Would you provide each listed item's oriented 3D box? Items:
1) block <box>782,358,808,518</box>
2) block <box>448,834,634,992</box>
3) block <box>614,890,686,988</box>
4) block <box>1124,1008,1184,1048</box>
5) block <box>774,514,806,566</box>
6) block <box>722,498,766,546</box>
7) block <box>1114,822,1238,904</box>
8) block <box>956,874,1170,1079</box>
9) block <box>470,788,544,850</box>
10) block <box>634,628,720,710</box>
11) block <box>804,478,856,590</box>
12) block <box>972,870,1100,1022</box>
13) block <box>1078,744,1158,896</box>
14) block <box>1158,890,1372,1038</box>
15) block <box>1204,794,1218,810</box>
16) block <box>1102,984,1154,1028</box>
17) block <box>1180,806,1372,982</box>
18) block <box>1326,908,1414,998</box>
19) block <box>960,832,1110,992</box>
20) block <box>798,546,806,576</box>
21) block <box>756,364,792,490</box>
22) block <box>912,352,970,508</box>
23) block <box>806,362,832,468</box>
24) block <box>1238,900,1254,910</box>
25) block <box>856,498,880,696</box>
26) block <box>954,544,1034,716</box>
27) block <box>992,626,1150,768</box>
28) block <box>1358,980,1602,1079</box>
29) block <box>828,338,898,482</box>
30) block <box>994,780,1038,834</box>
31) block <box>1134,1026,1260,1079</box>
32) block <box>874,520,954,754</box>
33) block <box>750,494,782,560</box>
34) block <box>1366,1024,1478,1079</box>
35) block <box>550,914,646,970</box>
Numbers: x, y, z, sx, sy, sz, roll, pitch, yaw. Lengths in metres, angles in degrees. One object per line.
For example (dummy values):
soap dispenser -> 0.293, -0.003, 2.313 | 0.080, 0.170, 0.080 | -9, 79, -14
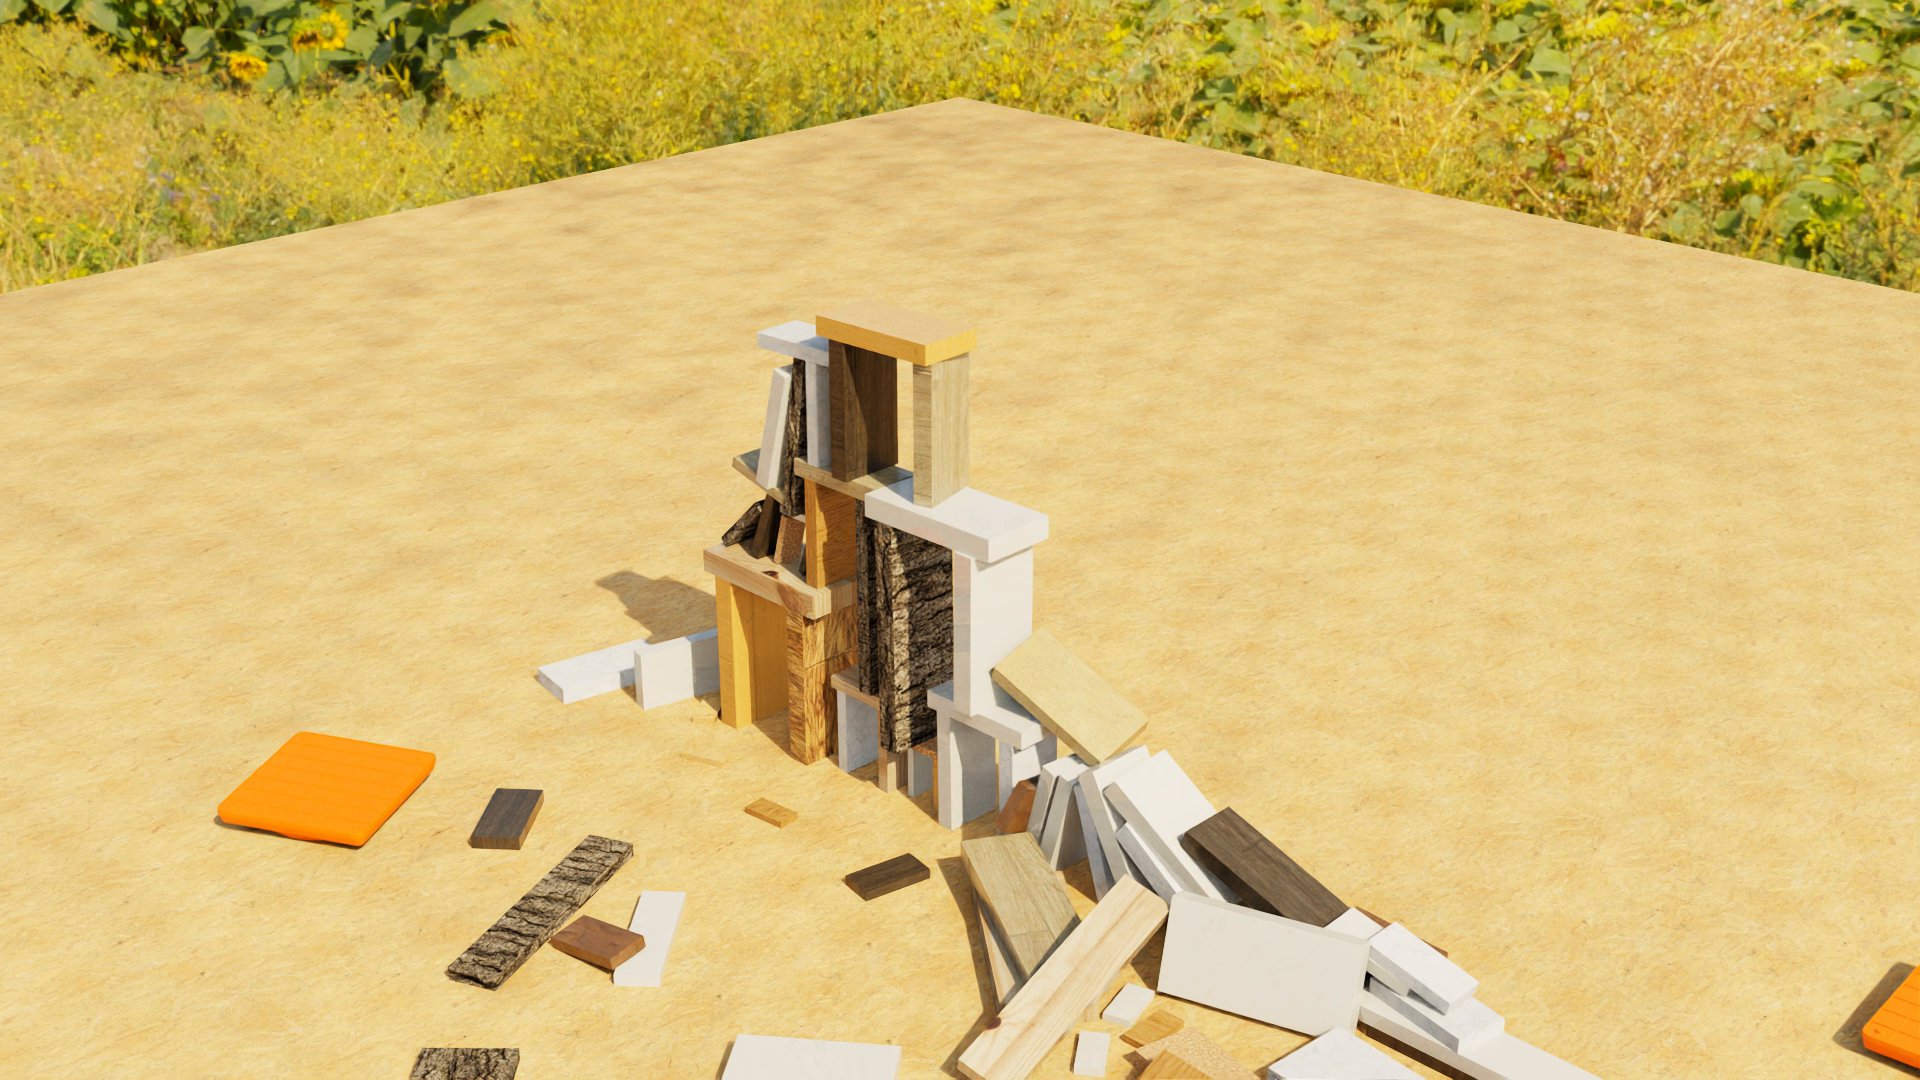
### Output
block -> -0.298, -0.221, 4.462 | 0.031, 0.352, 0.109 | 30, 36, 36
block -> -0.774, 0.688, 4.104 | 0.097, 0.027, 0.494 | 9, 25, 20
block -> -0.564, 0.726, 4.019 | 0.082, 0.023, 0.277 | 1, 23, 3
block -> 0.332, 0.840, 3.763 | 0.051, 0.015, 0.103 | 20, 30, 39
block -> -0.354, -0.008, 4.603 | 0.059, 0.118, 0.017 | -22, 46, -41
block -> -0.434, -0.043, 4.666 | 0.083, 0.024, 0.166 | -21, -13, -40
block -> 0.431, 0.623, 4.020 | 0.151, 0.043, 0.301 | -22, 67, -41
block -> 0.184, 0.756, 3.739 | 0.103, 0.029, 0.487 | 32, 51, 21
block -> -0.906, 0.558, 4.409 | 0.097, 0.027, 0.193 | 2, 23, 4
block -> -0.476, 0.250, 5.000 | 0.558, 0.134, 0.038 | -14, 27, -30
block -> -0.260, -0.028, 4.498 | 0.118, 0.236, 0.033 | -21, 32, -41
block -> 0.131, 0.733, 3.971 | 0.173, 0.049, 0.415 | -3, 23, -6
block -> 0.333, 0.550, 4.098 | 0.151, 0.302, 0.043 | -22, 3, -41
block -> 0.522, 0.736, 3.797 | 0.346, 0.173, 0.049 | 11, 8, 25
block -> 0.445, 0.562, 4.342 | 0.163, 0.073, 0.021 | -20, 30, -39
block -> 0.294, 0.811, 3.831 | 0.051, 0.015, 0.103 | 12, 26, 26
block -> 0.581, 0.632, 3.902 | 0.126, 0.036, 0.404 | -22, 50, -41
block -> 0.721, 0.709, 3.786 | 0.178, 0.025, 0.089 | 33, 38, 31
block -> 0.130, 0.676, 3.991 | 0.139, 0.039, 0.488 | -6, 24, -13
block -> -0.295, 0.015, 4.549 | 0.059, 0.118, 0.017 | -22, 52, -42
block -> -0.336, -0.240, 4.493 | 0.134, 0.267, 0.038 | -20, 45, -39
block -> -0.035, -0.221, 4.200 | 0.041, 0.289, 0.144 | 13, 26, 27
block -> -0.255, -0.264, 4.387 | 0.031, 0.218, 0.109 | 21, 31, 40
block -> 0.571, 0.705, 3.904 | 0.212, 0.030, 0.106 | 24, 33, 38
block -> -0.153, 0.101, 4.436 | 0.118, 0.425, 0.033 | -21, 31, -41
block -> 0.064, 0.159, 4.218 | 0.165, 0.330, 0.047 | -20, 30, -40
block -> 0.210, 0.303, 4.198 | 0.278, 0.039, 0.139 | 41, 59, 18
block -> 0.814, 0.829, 3.704 | 0.556, 0.030, 0.106 | 21, 31, 40
block -> -0.188, -0.270, 4.315 | 0.041, 0.287, 0.144 | 21, 31, 40
block -> 0.165, 0.516, 4.259 | 0.206, 0.103, 0.029 | 7, 27, -49
block -> 0.412, 0.894, 3.607 | 0.126, 0.036, 0.251 | -14, 27, -30
block -> -0.088, 0.175, 4.390 | 0.165, 0.493, 0.047 | -21, 30, -41
block -> -0.384, -0.040, 4.619 | 0.083, 0.167, 0.024 | -21, 53, -40
block -> 0.998, 0.928, 3.540 | 0.764, 0.025, 0.089 | 21, 31, 40
block -> -0.655, 0.727, 3.979 | 0.164, 0.023, 0.082 | 9, 29, 40
